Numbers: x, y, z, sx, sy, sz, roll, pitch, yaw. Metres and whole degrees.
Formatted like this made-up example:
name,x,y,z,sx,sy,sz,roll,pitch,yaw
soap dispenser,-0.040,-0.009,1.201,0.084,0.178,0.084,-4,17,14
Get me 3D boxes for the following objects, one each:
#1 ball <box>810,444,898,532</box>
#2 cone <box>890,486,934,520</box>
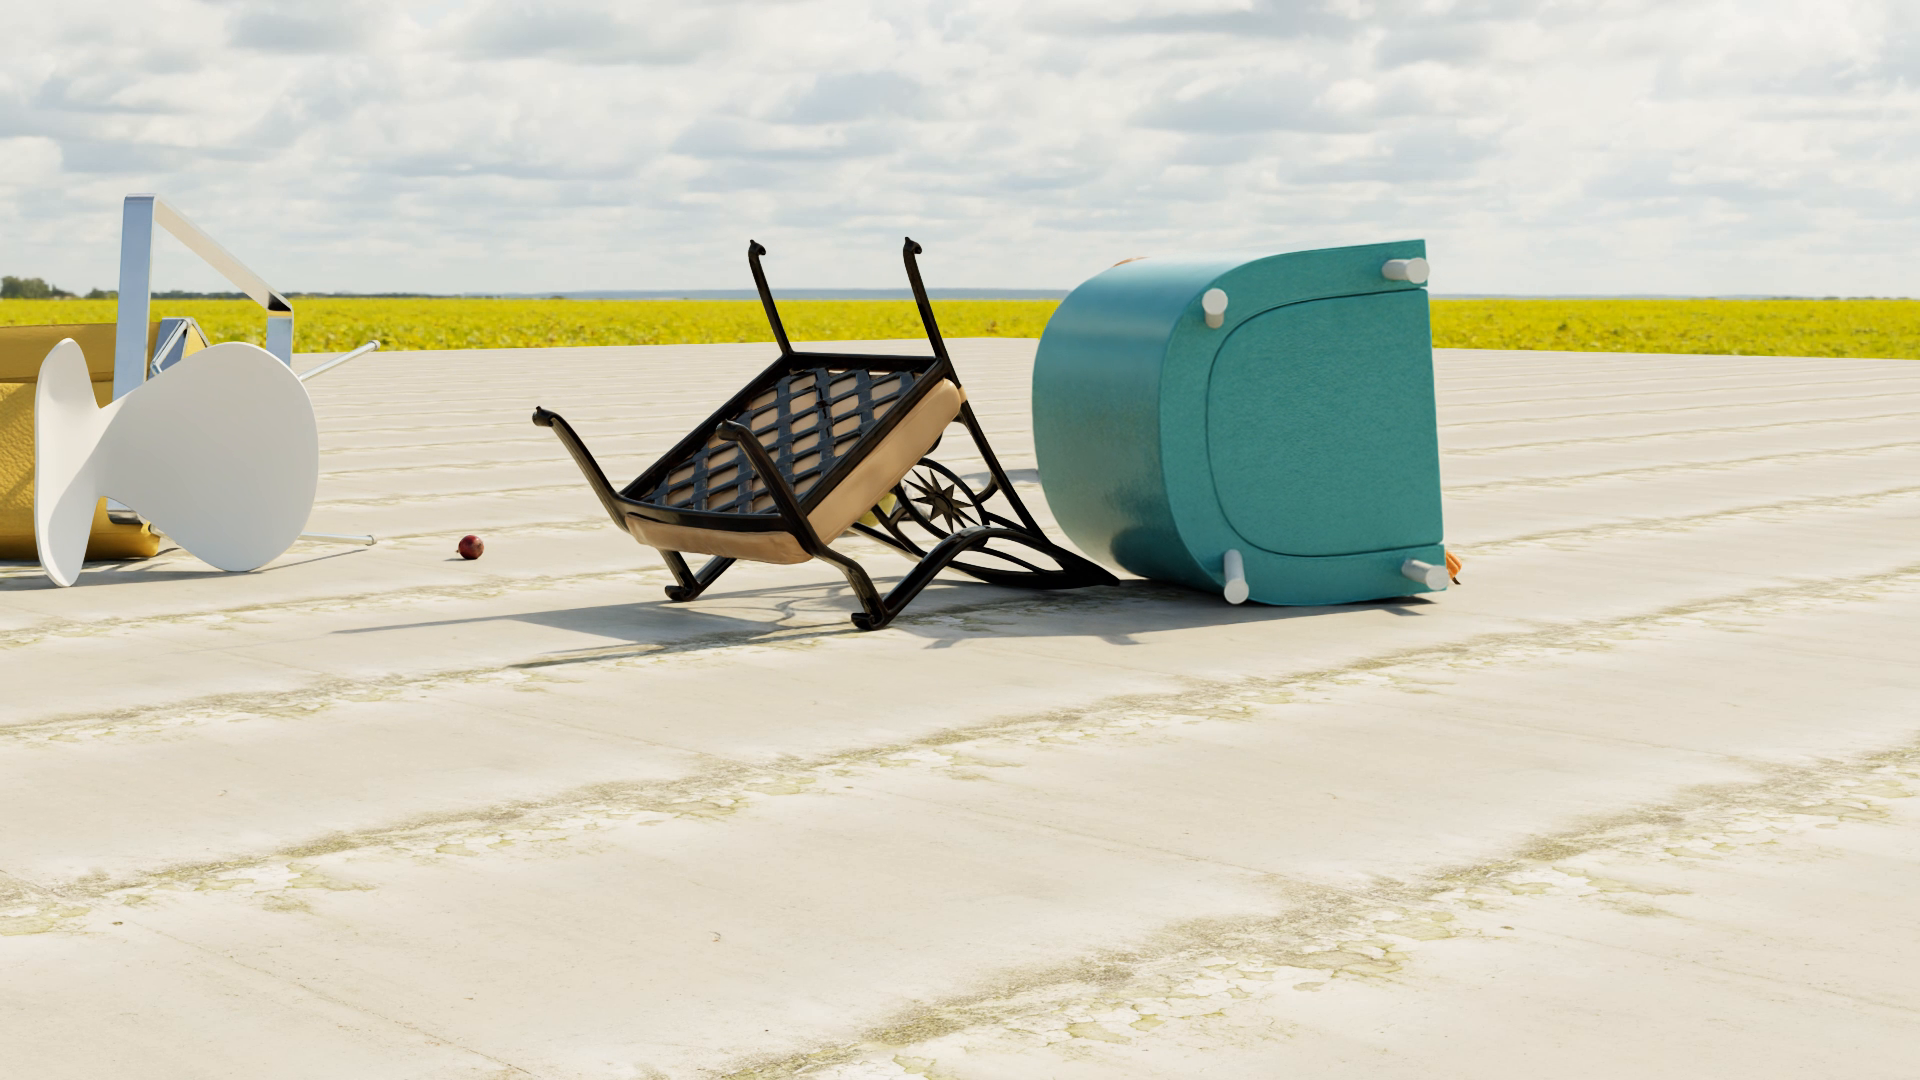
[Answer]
name,x,y,z,sx,sy,sz,roll,pitch,yaw
ball,-0.272,-0.133,6.602,0.225,0.225,0.225,0,6,0
cone,-0.118,-0.079,6.948,0.109,0.102,0.133,25,-15,-8
